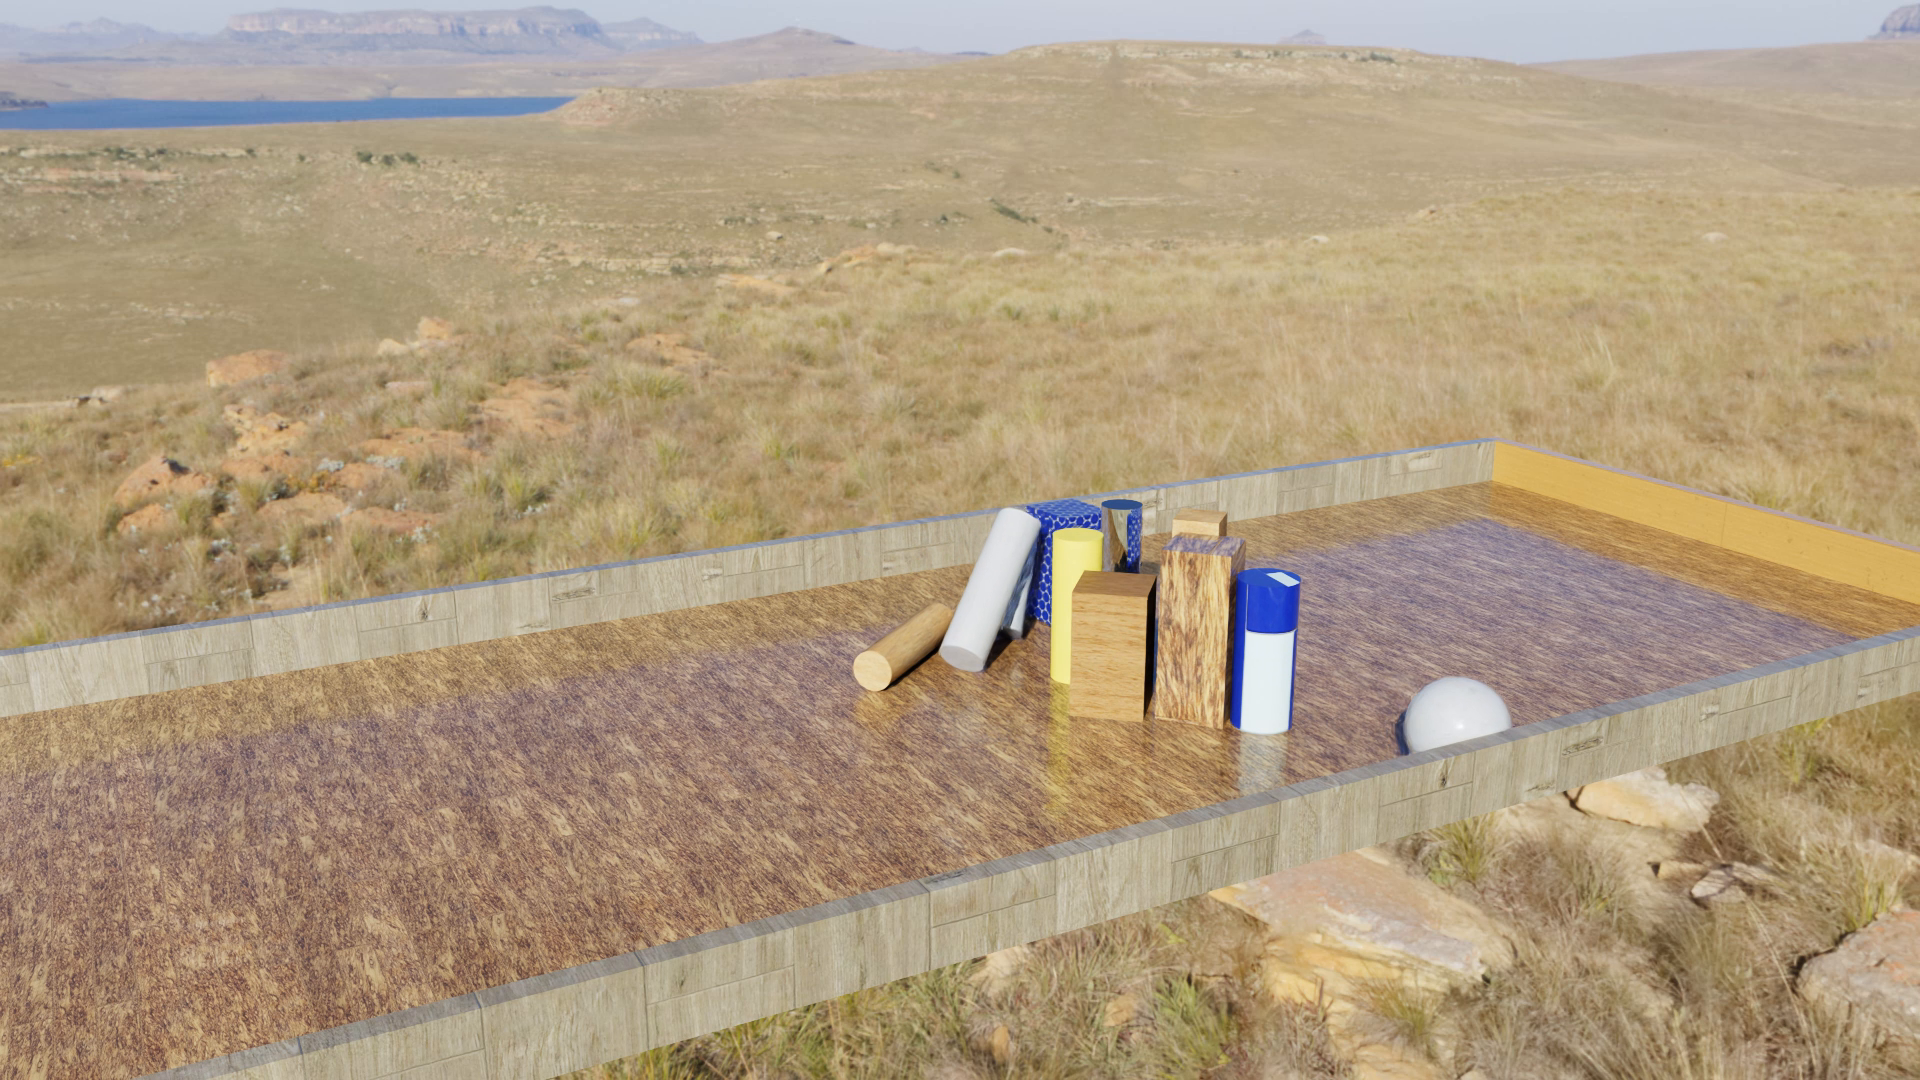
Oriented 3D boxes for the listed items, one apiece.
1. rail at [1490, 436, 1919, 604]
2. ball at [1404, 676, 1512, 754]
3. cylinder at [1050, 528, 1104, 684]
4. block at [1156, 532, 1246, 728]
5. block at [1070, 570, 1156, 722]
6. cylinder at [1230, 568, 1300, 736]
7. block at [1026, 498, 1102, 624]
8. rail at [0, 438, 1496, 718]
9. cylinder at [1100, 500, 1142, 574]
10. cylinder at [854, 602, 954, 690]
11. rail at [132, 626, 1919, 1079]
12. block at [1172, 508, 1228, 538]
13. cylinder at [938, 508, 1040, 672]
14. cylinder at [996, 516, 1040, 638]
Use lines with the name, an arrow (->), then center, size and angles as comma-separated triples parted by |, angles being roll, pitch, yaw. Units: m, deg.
rail -> 2.466, -0.048, 5.253 | 0.050, 0.150, 2.100 | -9, 18, -27
ball -> 1.075, 0.409, 3.562 | 0.227, 0.227, 0.227 | 0, 16, 0
cylinder -> 0.292, 0.165, 4.133 | 0.125, 0.372, 0.125 | 0, 16, 0
block -> 0.568, 0.211, 3.893 | 0.163, 0.419, 0.163 | 6, 17, 21
block -> 0.367, 0.251, 3.950 | 0.176, 0.310, 0.176 | 4, 17, 13
cylinder -> 0.709, 0.259, 3.837 | 0.146, 0.359, 0.146 | 0, 16, 0
block -> 0.296, 0.063, 4.581 | 0.168, 0.309, 0.168 | -9, 18, -35
rail -> -3.305, 0.497, 3.399 | 12.000, 0.150, 0.050 | -9, 18, -27
cylinder -> 0.420, 0.096, 4.333 | 0.108, 0.392, 0.108 | 0, 16, 0
cylinder -> -0.137, 0.271, 4.248 | 0.104, 0.104, 0.405 | 7, 18, 22
rail -> -2.336, 1.006, 1.665 | 12.000, 0.150, 0.050 | -9, 18, -27
block -> 0.583, 0.152, 4.059 | 0.112, 0.440, 0.112 | 6, 17, 19
cylinder -> 0.079, 0.126, 4.274 | 0.121, 0.121, 0.436 | 8, 57, 26
cylinder -> 0.139, 0.096, 4.455 | 0.111, 0.320, 0.111 | 10, -18, 3
